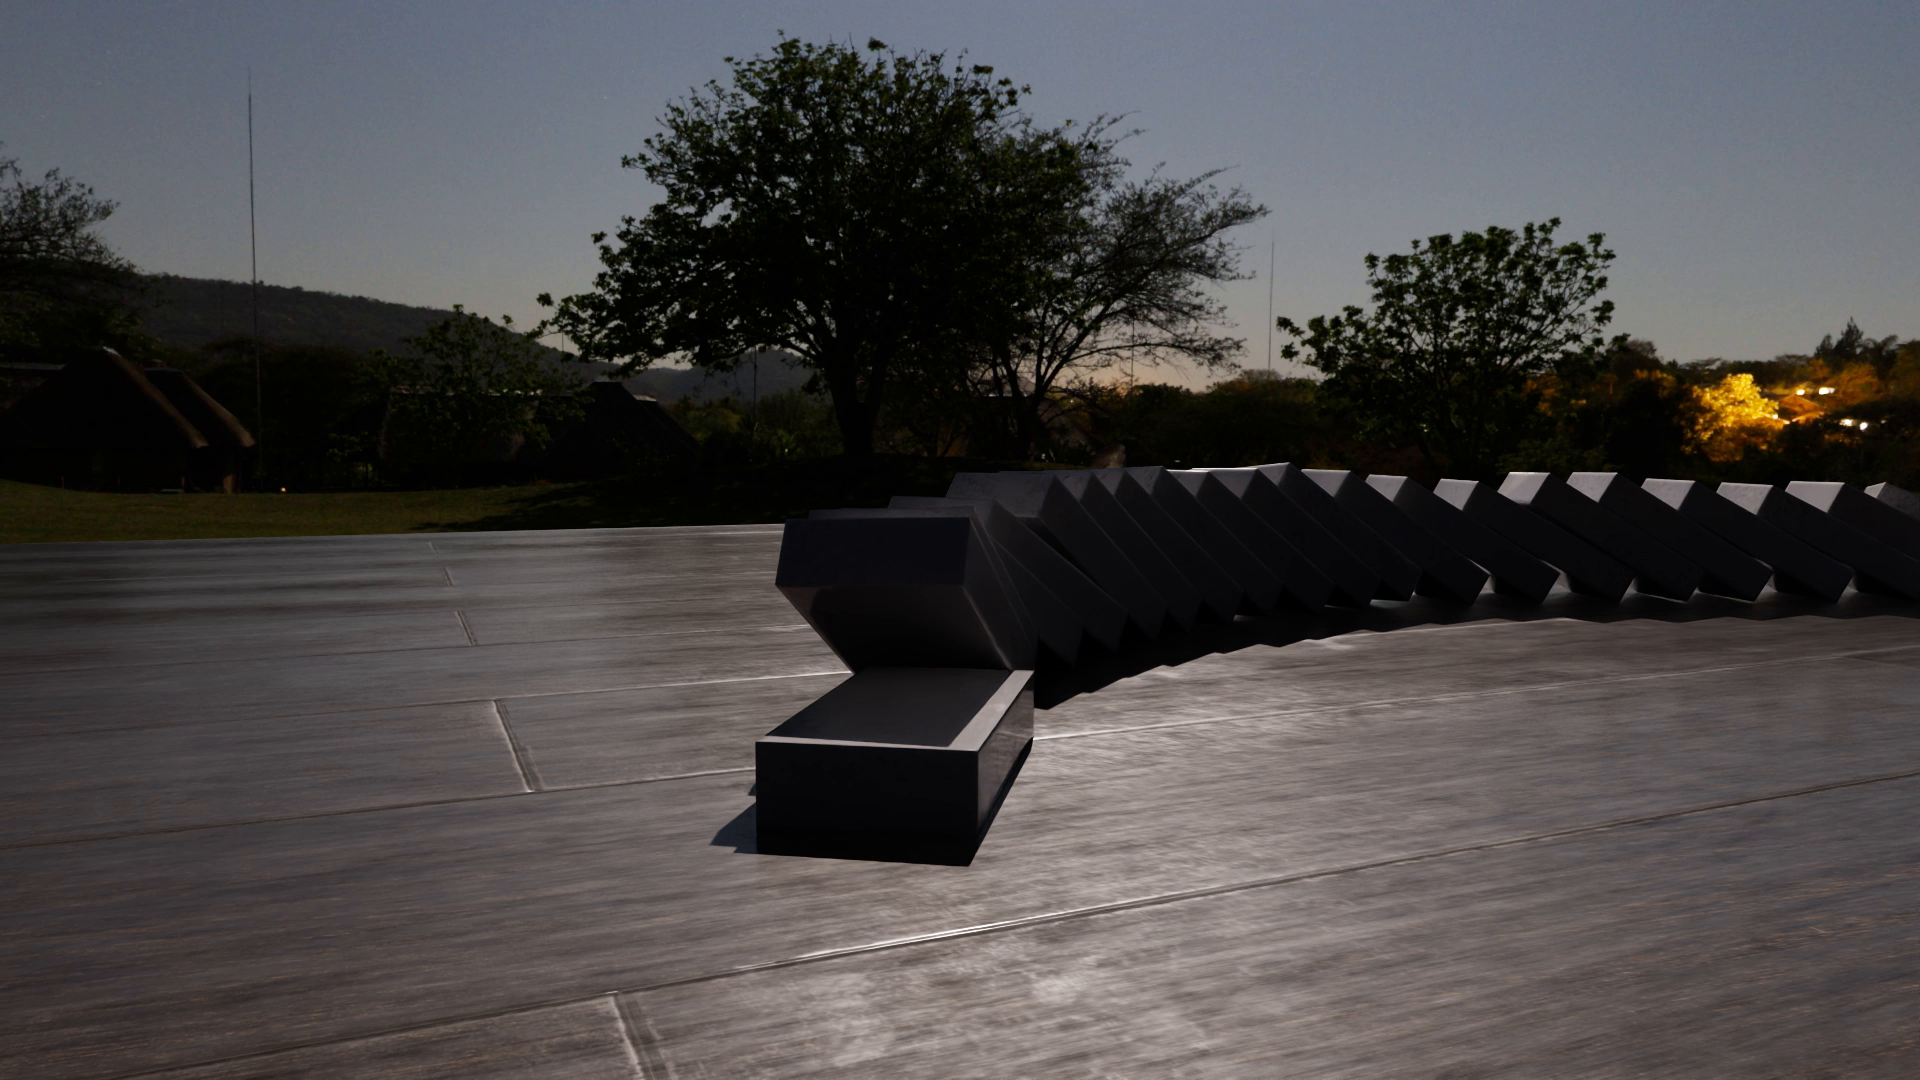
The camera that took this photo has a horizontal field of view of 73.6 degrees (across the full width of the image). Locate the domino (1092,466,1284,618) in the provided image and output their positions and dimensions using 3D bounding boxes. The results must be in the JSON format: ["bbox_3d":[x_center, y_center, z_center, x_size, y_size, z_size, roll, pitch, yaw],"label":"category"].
[{"bbox_3d":[0.052,0.001,0.305,0.050,0.010,0.025,39,-22,-31],"label":"domino"}]

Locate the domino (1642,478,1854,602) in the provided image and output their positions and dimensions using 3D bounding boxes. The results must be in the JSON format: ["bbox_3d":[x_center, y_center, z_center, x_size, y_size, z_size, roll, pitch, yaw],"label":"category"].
[{"bbox_3d":[0.216,0.000,0.356,0.050,0.010,0.025,29,4,-2],"label":"domino"}]

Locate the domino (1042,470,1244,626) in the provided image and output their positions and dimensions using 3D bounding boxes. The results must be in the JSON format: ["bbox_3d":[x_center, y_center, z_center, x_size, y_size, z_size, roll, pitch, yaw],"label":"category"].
[{"bbox_3d":[0.041,0.002,0.293,0.025,0.009,0.050,4,-30,50],"label":"domino"}]

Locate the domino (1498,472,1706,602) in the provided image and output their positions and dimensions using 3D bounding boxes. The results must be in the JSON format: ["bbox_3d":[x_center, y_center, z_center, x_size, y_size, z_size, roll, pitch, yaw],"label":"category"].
[{"bbox_3d":[0.175,-0.001,0.354,0.050,0.010,0.025,32,3,-2],"label":"domino"}]

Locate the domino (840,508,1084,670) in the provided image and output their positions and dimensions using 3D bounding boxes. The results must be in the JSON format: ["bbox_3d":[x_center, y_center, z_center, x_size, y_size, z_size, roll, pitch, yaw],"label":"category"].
[{"bbox_3d":[0.001,0.009,0.231,0.025,0.009,0.050,3,-23,31],"label":"domino"}]

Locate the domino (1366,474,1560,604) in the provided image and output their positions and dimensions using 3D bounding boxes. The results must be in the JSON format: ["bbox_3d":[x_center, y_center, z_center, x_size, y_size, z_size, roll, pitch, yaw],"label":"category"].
[{"bbox_3d":[0.135,-0.001,0.351,0.050,0.010,0.025,31,1,-7],"label":"domino"}]

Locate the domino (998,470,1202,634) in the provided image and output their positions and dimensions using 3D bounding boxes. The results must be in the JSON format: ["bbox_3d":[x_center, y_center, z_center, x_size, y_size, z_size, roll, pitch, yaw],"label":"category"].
[{"bbox_3d":[0.030,0.003,0.279,0.025,0.009,0.050,3,-30,43],"label":"domino"}]

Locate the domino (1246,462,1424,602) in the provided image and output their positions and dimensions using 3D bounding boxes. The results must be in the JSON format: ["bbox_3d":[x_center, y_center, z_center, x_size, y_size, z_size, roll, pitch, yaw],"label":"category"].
[{"bbox_3d":[0.094,-0.002,0.336,0.050,0.010,0.025,35,-13,-19],"label":"domino"}]

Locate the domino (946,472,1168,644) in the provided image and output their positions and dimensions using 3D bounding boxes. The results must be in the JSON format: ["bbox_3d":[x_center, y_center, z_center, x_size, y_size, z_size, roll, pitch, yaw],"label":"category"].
[{"bbox_3d":[0.020,0.004,0.266,0.025,0.009,0.050,4,-30,41],"label":"domino"}]

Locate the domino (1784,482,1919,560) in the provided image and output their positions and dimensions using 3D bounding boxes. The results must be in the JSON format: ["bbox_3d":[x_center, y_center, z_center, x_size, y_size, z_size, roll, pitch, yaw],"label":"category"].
[{"bbox_3d":[0.258,0.000,0.356,0.050,0.010,0.025,28,5,1],"label":"domino"}]

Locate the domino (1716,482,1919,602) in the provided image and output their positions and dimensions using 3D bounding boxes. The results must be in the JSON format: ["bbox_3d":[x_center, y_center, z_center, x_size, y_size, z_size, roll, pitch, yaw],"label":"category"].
[{"bbox_3d":[0.238,0.000,0.356,0.050,0.009,0.025,27,5,0],"label":"domino"}]

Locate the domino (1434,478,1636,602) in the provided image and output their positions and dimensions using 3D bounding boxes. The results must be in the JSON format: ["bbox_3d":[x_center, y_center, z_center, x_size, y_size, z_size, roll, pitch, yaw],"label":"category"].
[{"bbox_3d":[0.157,0.000,0.354,0.050,0.009,0.025,29,3,-4],"label":"domino"}]

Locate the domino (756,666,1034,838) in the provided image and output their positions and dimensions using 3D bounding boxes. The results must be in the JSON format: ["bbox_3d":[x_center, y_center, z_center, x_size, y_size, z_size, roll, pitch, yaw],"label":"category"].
[{"bbox_3d":[-0.006,0.025,0.165,0.025,0.010,0.050,1,4,10],"label":"domino"}]

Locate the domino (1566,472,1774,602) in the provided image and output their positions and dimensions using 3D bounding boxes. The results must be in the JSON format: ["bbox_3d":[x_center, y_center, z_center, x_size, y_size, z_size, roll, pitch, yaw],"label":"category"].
[{"bbox_3d":[0.193,-0.001,0.354,0.050,0.009,0.025,32,3,-2],"label":"domino"}]

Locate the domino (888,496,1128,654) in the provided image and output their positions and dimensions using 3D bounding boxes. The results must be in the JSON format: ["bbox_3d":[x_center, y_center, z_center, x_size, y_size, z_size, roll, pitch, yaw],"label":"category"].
[{"bbox_3d":[0.009,0.007,0.251,0.025,0.009,0.050,4,-24,40],"label":"domino"}]

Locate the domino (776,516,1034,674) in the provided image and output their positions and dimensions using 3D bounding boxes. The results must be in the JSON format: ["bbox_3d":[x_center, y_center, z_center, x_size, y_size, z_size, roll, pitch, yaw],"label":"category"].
[{"bbox_3d":[-0.006,0.012,0.187,0.025,0.010,0.050,0,-25,14],"label":"domino"}]

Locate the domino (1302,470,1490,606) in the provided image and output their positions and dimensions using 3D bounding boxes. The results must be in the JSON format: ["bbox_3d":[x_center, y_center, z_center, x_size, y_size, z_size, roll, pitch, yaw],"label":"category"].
[{"bbox_3d":[0.114,-0.001,0.344,0.050,0.009,0.025,34,-4,-14],"label":"domino"}]

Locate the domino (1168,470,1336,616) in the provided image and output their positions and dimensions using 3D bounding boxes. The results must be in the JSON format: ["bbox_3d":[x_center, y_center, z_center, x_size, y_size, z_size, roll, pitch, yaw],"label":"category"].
[{"bbox_3d":[0.067,0.001,0.318,0.050,0.009,0.025,37,-14,-26],"label":"domino"}]

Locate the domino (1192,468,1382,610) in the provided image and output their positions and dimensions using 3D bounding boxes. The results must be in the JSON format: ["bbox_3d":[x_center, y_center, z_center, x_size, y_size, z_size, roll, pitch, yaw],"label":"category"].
[{"bbox_3d":[0.081,0.000,0.326,0.050,0.010,0.025,36,-14,-24],"label":"domino"}]

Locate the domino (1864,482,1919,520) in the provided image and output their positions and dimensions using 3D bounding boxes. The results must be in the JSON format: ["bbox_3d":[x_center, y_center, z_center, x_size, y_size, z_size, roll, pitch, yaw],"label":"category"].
[{"bbox_3d":[0.282,0.000,0.361,0.050,0.010,0.025,29,11,23],"label":"domino"}]

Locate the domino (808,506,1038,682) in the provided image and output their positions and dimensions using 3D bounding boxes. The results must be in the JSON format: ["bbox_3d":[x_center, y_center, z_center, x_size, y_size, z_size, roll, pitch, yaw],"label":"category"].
[{"bbox_3d":[-0.005,0.010,0.206,0.025,0.009,0.050,-1,-25,15],"label":"domino"}]
